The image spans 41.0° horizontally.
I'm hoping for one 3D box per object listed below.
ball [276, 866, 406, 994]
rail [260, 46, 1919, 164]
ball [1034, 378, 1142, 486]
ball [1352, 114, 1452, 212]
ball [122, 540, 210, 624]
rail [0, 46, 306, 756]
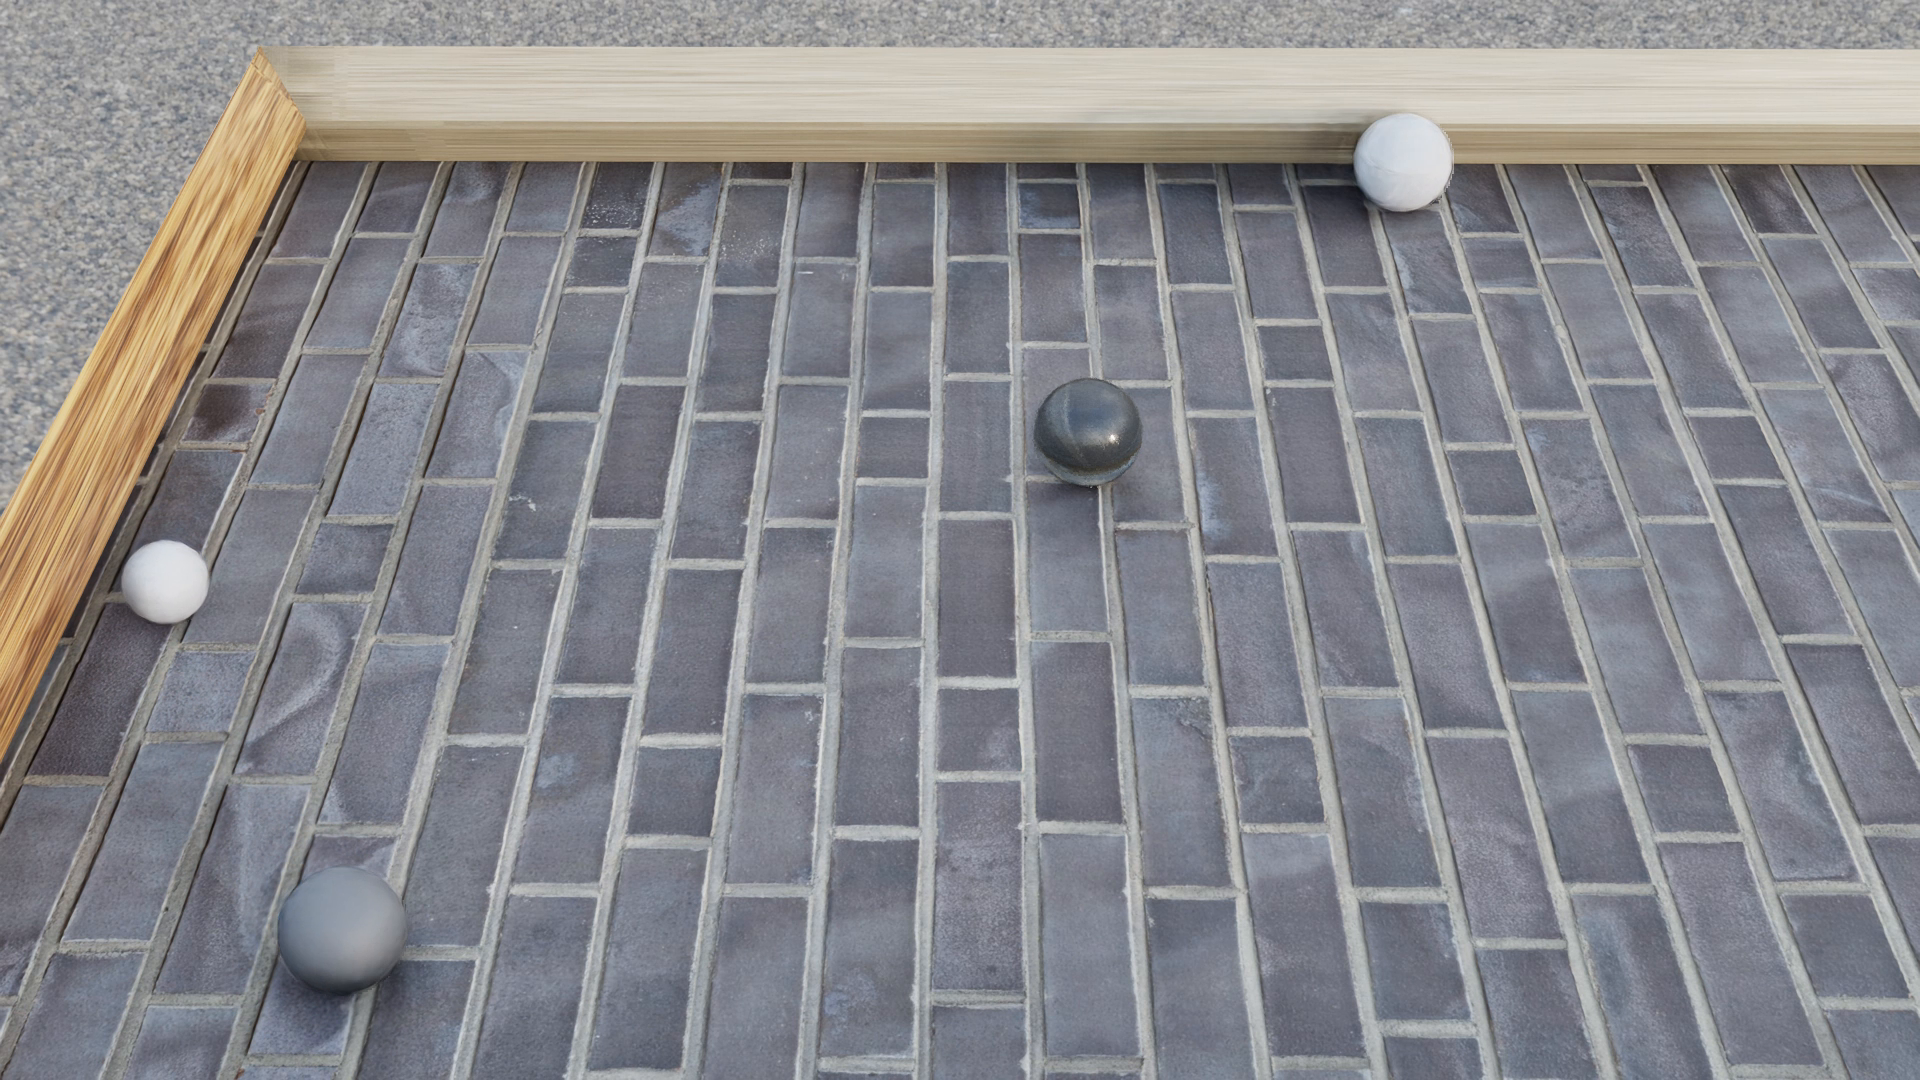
[{"bbox_3d":[-0.367,0.232,1.525,0.075,0.075,0.075,0,35,0],"label":"ball"},{"bbox_3d":[0.656,-0.392,2.378,2.608,0.115,0.045,0,35,0],"label":"rail"},{"bbox_3d":[0.098,-0.082,1.966,0.083,0.083,0.083,0,35,0],"label":"ball"},{"bbox_3d":[0.402,-0.343,2.334,0.089,0.089,0.089,0,35,0],"label":"ball"},{"bbox_3d":[-0.566,0.030,1.827,0.060,0.060,0.060,0,35,0],"label":"ball"},{"bbox_3d":[-0.628,-0.020,1.848,0.045,0.115,1.356,0,35,0],"label":"rail"}]
